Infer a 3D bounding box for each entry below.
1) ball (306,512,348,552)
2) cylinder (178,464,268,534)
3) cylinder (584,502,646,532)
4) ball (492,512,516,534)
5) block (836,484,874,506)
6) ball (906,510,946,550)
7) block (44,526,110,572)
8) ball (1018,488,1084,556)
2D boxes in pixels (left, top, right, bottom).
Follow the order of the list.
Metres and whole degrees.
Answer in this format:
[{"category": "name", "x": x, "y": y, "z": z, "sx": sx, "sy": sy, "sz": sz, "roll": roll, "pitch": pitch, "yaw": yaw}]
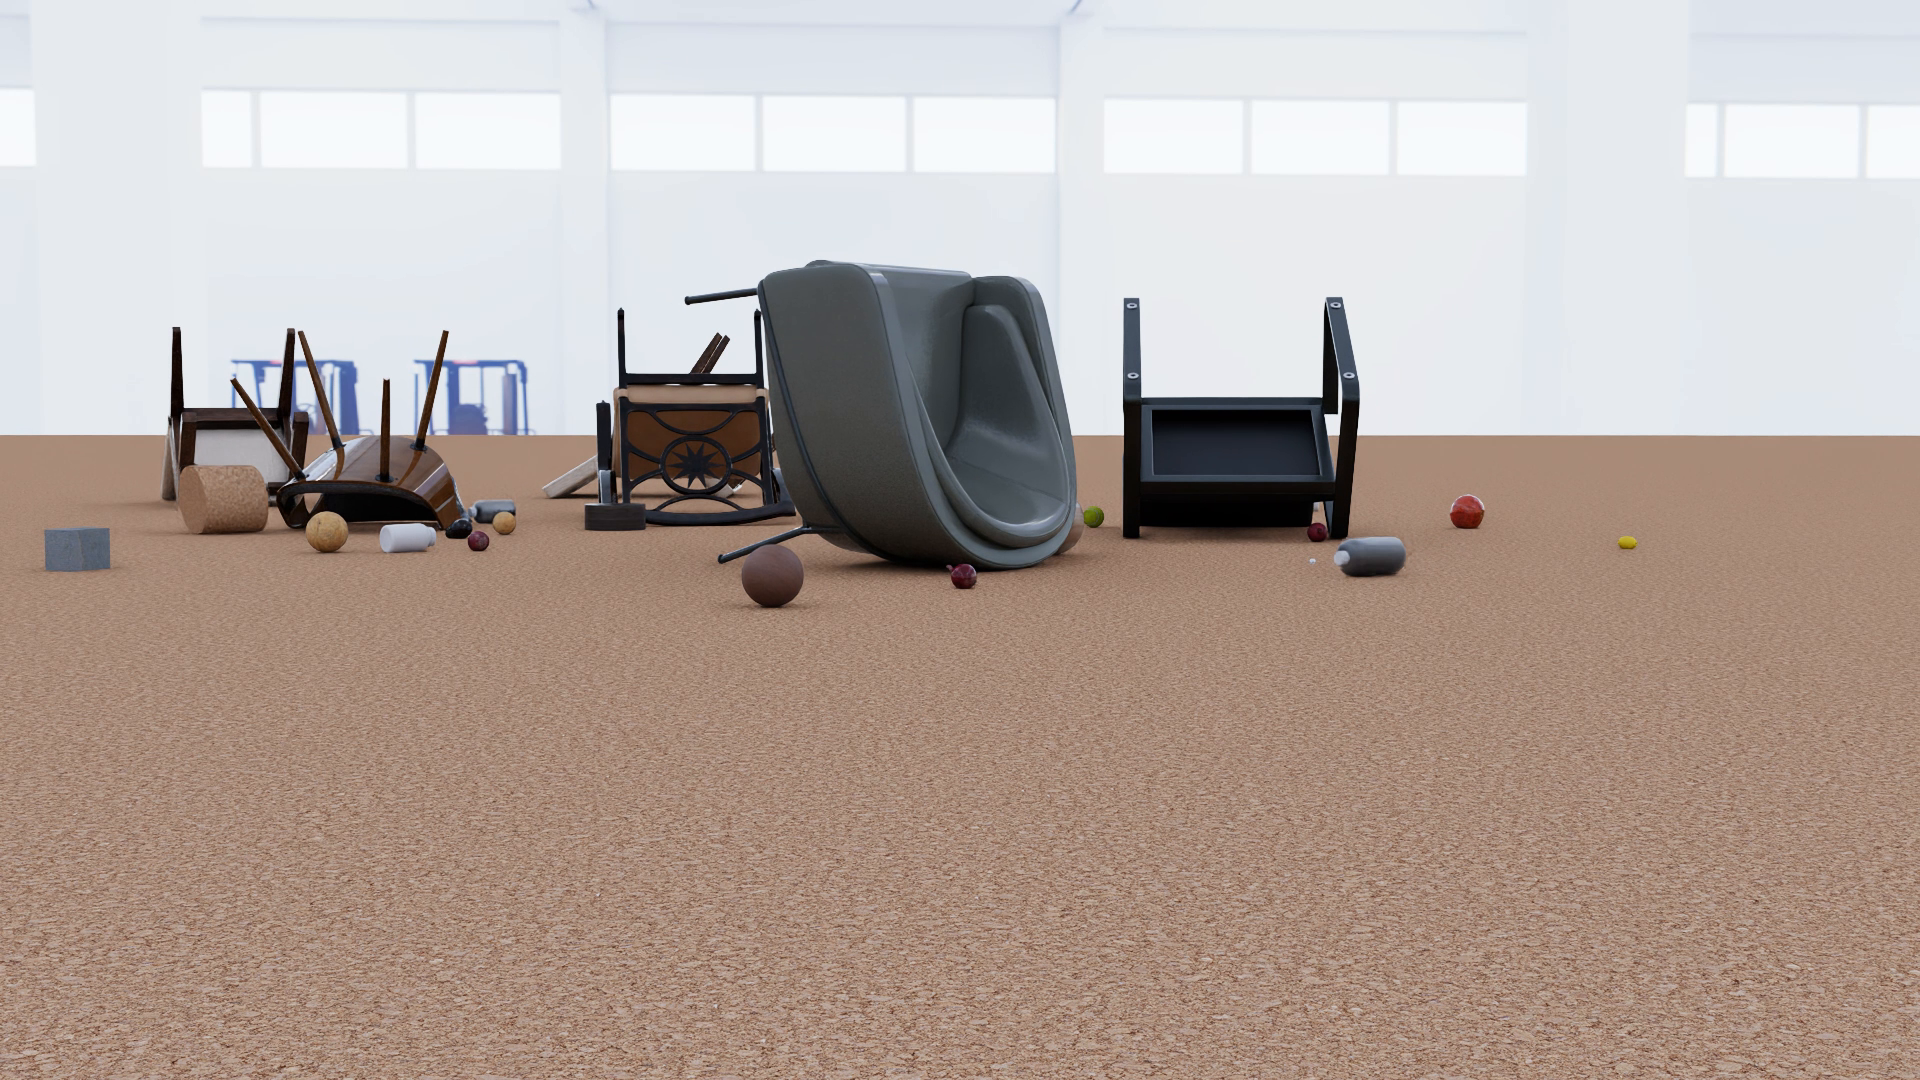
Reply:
[{"category": "ball", "x": -1.738, "y": -0.022, "z": 6.039, "sx": 0.113, "sy": 0.113, "sz": 0.113, "roll": 0, "pitch": 4, "yaw": 0}, {"category": "cylinder", "x": -2.297, "y": -0.127, "z": 6.860, "sx": 0.194, "sy": 0.199, "sz": 0.252, "roll": -3, "pitch": 32, "yaw": -39}, {"category": "cylinder", "x": -1.103, "y": -0.074, "z": 7.036, "sx": 0.194, "sy": 0.081, "sz": 0.161, "roll": 0, "pitch": 4, "yaw": 2}, {"category": "ball", "x": -1.405, "y": -0.052, "z": 6.779, "sx": 0.072, "sy": 0.072, "sz": 0.072, "roll": 0, "pitch": 4, "yaw": 0}, {"category": "block", "x": -0.410, "y": -0.176, "z": 8.546, "sx": 0.106, "sy": 0.076, "sz": 0.104, "roll": -3, "pitch": 5, "yaw": -33}, {"category": "ball", "x": -0.095, "y": -0.027, "z": 6.104, "sx": 0.115, "sy": 0.115, "sz": 0.115, "roll": 0, "pitch": 4, "yaw": 0}, {"category": "block", "x": -2.197, "y": 0.023, "z": 5.475, "sx": 0.089, "sy": 0.102, "sz": 0.121, "roll": 2, "pitch": 5, "yaw": 30}, {"category": "ball", "x": 0.246, "y": -0.050, "z": 5.950, "sx": 0.182, "sy": 0.182, "sz": 0.182, "roll": 0, "pitch": 4, "yaw": 0}]
